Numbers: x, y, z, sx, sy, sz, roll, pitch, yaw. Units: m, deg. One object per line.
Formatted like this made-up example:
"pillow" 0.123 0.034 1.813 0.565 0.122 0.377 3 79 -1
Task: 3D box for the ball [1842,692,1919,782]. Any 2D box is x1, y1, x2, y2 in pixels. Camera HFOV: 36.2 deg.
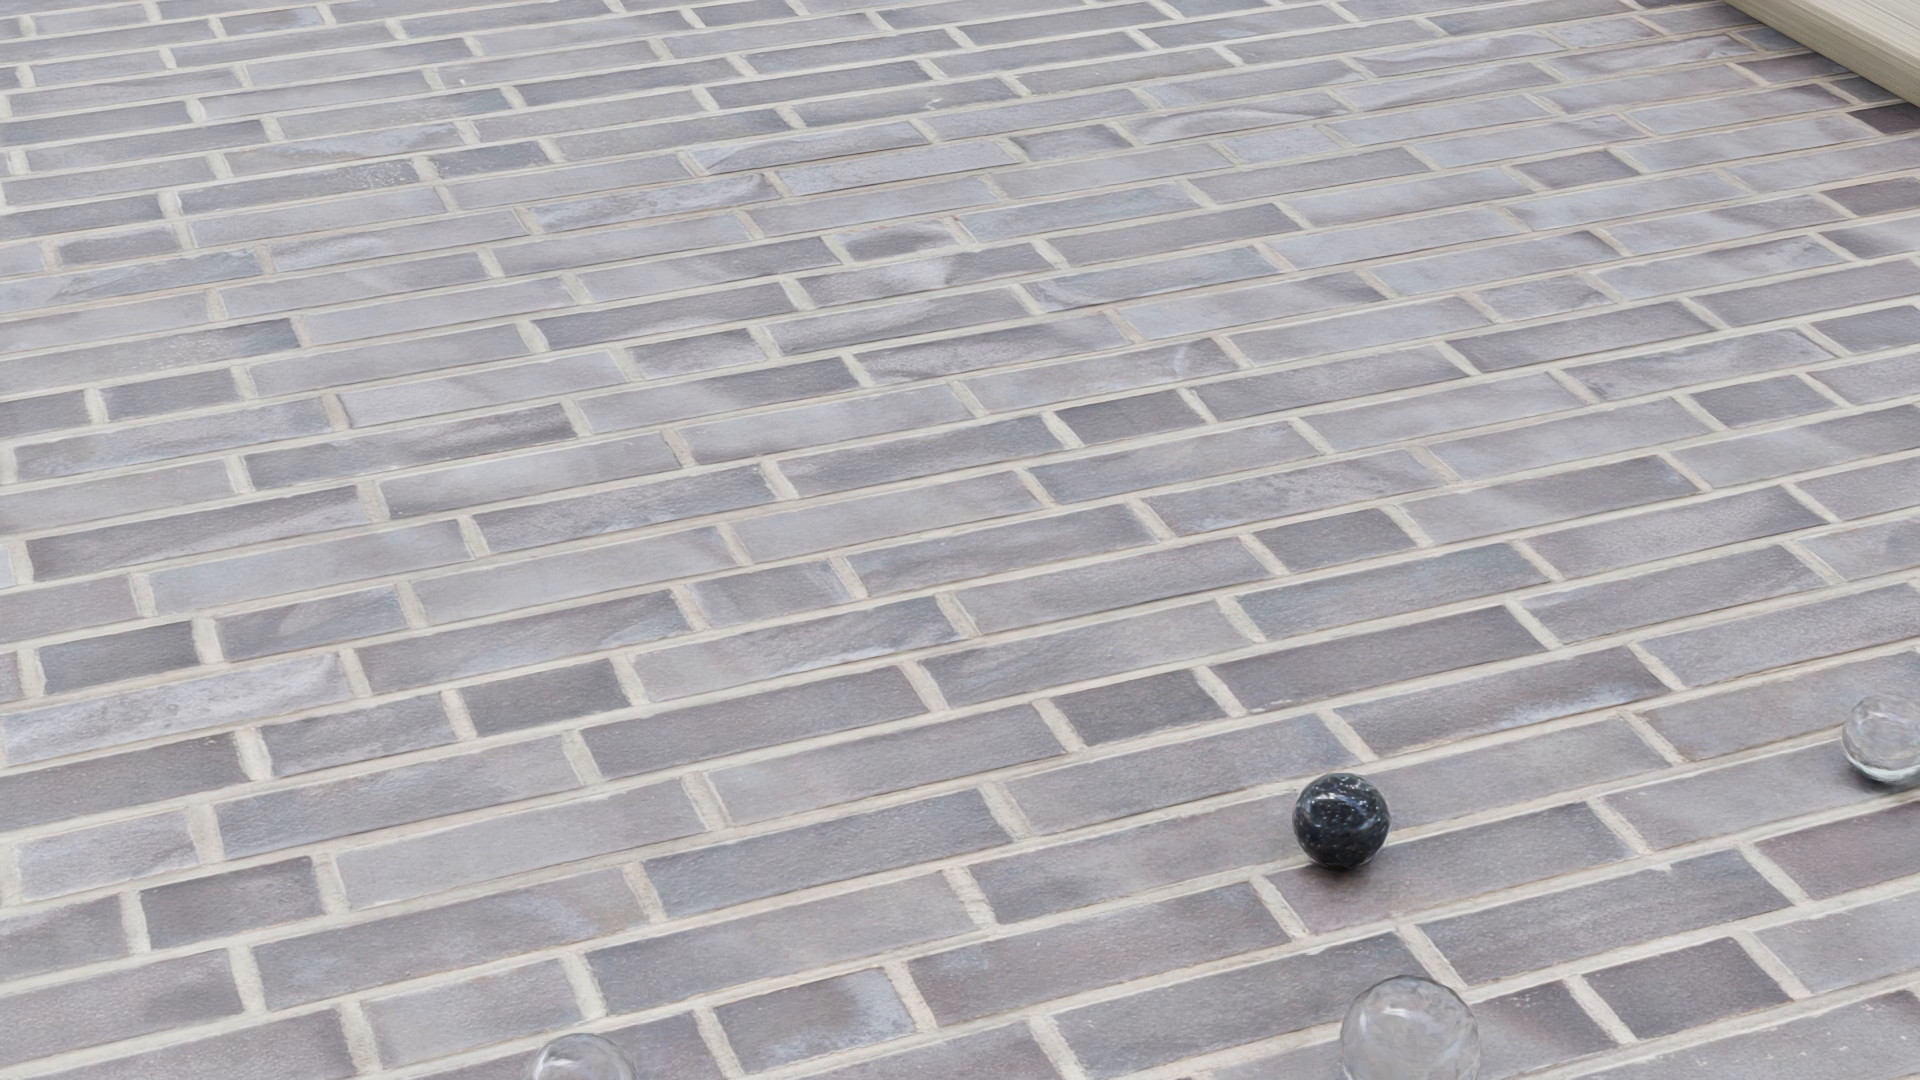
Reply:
"ball" 0.505 0.108 1.601 0.049 0.049 0.049 0 29 0

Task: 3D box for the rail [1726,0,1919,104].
"rail" 0.587 -0.675 2.916 0.045 0.116 4.060 -11 31 -18

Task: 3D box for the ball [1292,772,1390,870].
"ball" 0.198 0.146 1.531 0.050 0.050 0.050 0 29 0

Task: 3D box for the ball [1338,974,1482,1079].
"ball" 0.208 0.234 1.360 0.065 0.065 0.065 0 29 0

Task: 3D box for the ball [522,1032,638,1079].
"ball" -0.173 0.252 1.340 0.054 0.054 0.054 0 29 0
